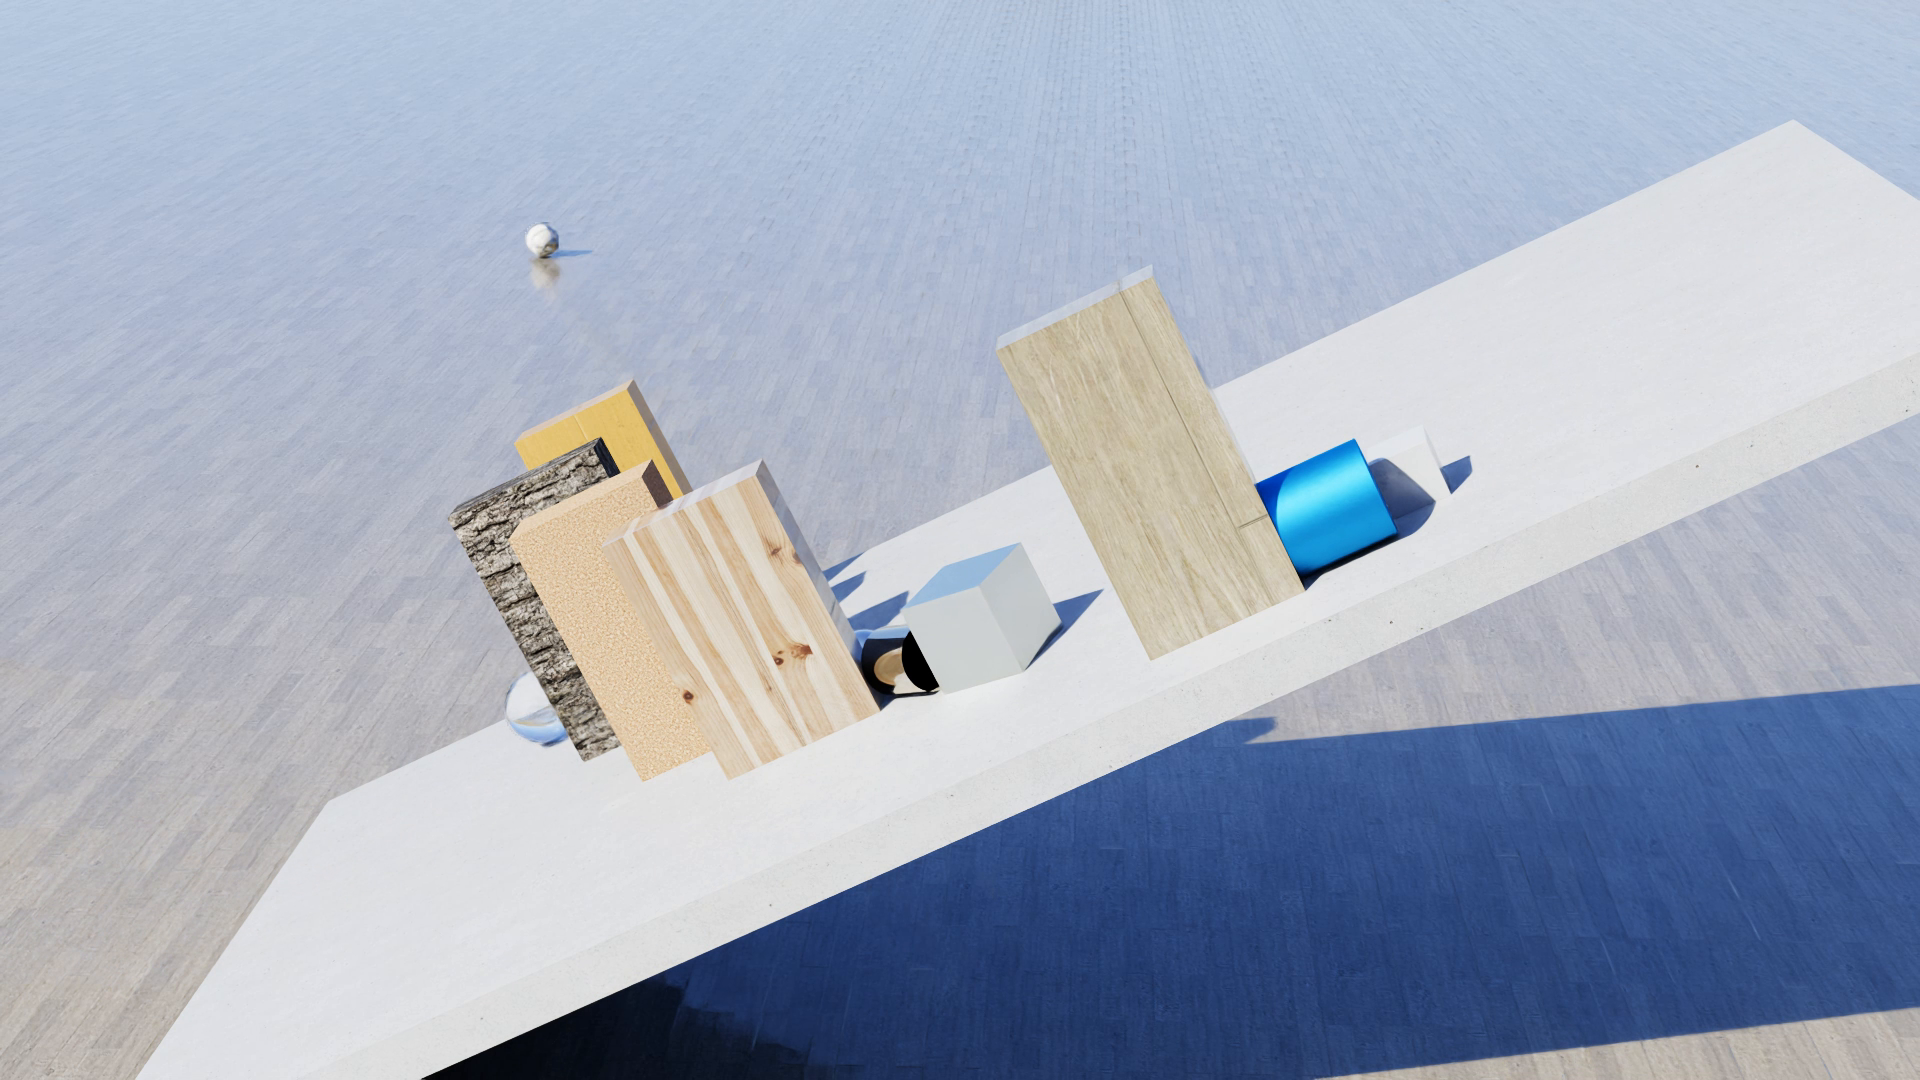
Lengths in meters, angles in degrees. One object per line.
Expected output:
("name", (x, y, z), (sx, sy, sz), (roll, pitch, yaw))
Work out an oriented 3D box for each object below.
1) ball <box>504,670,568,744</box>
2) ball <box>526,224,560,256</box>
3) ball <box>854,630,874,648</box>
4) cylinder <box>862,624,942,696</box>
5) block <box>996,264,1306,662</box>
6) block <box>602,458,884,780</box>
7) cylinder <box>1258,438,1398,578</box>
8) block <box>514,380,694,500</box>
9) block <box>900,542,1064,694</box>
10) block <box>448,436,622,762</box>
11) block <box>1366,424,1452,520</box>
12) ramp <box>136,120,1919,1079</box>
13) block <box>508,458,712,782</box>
("ball", (-0.994, 0.396, 7.000), (0.178, 0.178, 0.178), (0, 16, 0))
("ball", (-2.143, -1.539, 15.110), (0.167, 0.167, 0.167), (0, 16, 0))
("ball", (-0.199, 0.249, 6.137), (0.126, 0.126, 0.126), (0, 16, 0))
("cylinder", (-0.102, 0.240, 5.953), (0.141, 0.141, 0.141), (-13, 2, -37))
("block", (0.351, -0.139, 5.396), (0.314, 0.652, 0.114), (-25, 14, 10))
("block", (-0.437, 0.164, 5.991), (0.351, 0.553, 0.127), (-25, 14, 10))
("cylinder", (0.682, -0.059, 5.449), (0.195, 0.195, 0.195), (-25, 14, 9))
("block", (-0.757, -0.011, 6.991), (0.301, 0.676, 0.105), (-25, 14, 10))
("block", (0.045, 0.156, 5.861), (0.197, 0.197, 0.197), (-18, 16, 35))
("block", (-0.831, 0.138, 6.649), (0.372, 0.643, 0.108), (-25, 14, 10))
("block", (0.848, -0.129, 5.562), (0.116, 0.116, 0.116), (-24, 14, 13))
("ramp", (0.138, 0.168, 6.281), (4.000, 0.100, 2.000), (-25, 14, 10))
("block", (-0.670, 0.174, 6.294), (0.319, 0.602, 0.149), (-25, 14, 10))
